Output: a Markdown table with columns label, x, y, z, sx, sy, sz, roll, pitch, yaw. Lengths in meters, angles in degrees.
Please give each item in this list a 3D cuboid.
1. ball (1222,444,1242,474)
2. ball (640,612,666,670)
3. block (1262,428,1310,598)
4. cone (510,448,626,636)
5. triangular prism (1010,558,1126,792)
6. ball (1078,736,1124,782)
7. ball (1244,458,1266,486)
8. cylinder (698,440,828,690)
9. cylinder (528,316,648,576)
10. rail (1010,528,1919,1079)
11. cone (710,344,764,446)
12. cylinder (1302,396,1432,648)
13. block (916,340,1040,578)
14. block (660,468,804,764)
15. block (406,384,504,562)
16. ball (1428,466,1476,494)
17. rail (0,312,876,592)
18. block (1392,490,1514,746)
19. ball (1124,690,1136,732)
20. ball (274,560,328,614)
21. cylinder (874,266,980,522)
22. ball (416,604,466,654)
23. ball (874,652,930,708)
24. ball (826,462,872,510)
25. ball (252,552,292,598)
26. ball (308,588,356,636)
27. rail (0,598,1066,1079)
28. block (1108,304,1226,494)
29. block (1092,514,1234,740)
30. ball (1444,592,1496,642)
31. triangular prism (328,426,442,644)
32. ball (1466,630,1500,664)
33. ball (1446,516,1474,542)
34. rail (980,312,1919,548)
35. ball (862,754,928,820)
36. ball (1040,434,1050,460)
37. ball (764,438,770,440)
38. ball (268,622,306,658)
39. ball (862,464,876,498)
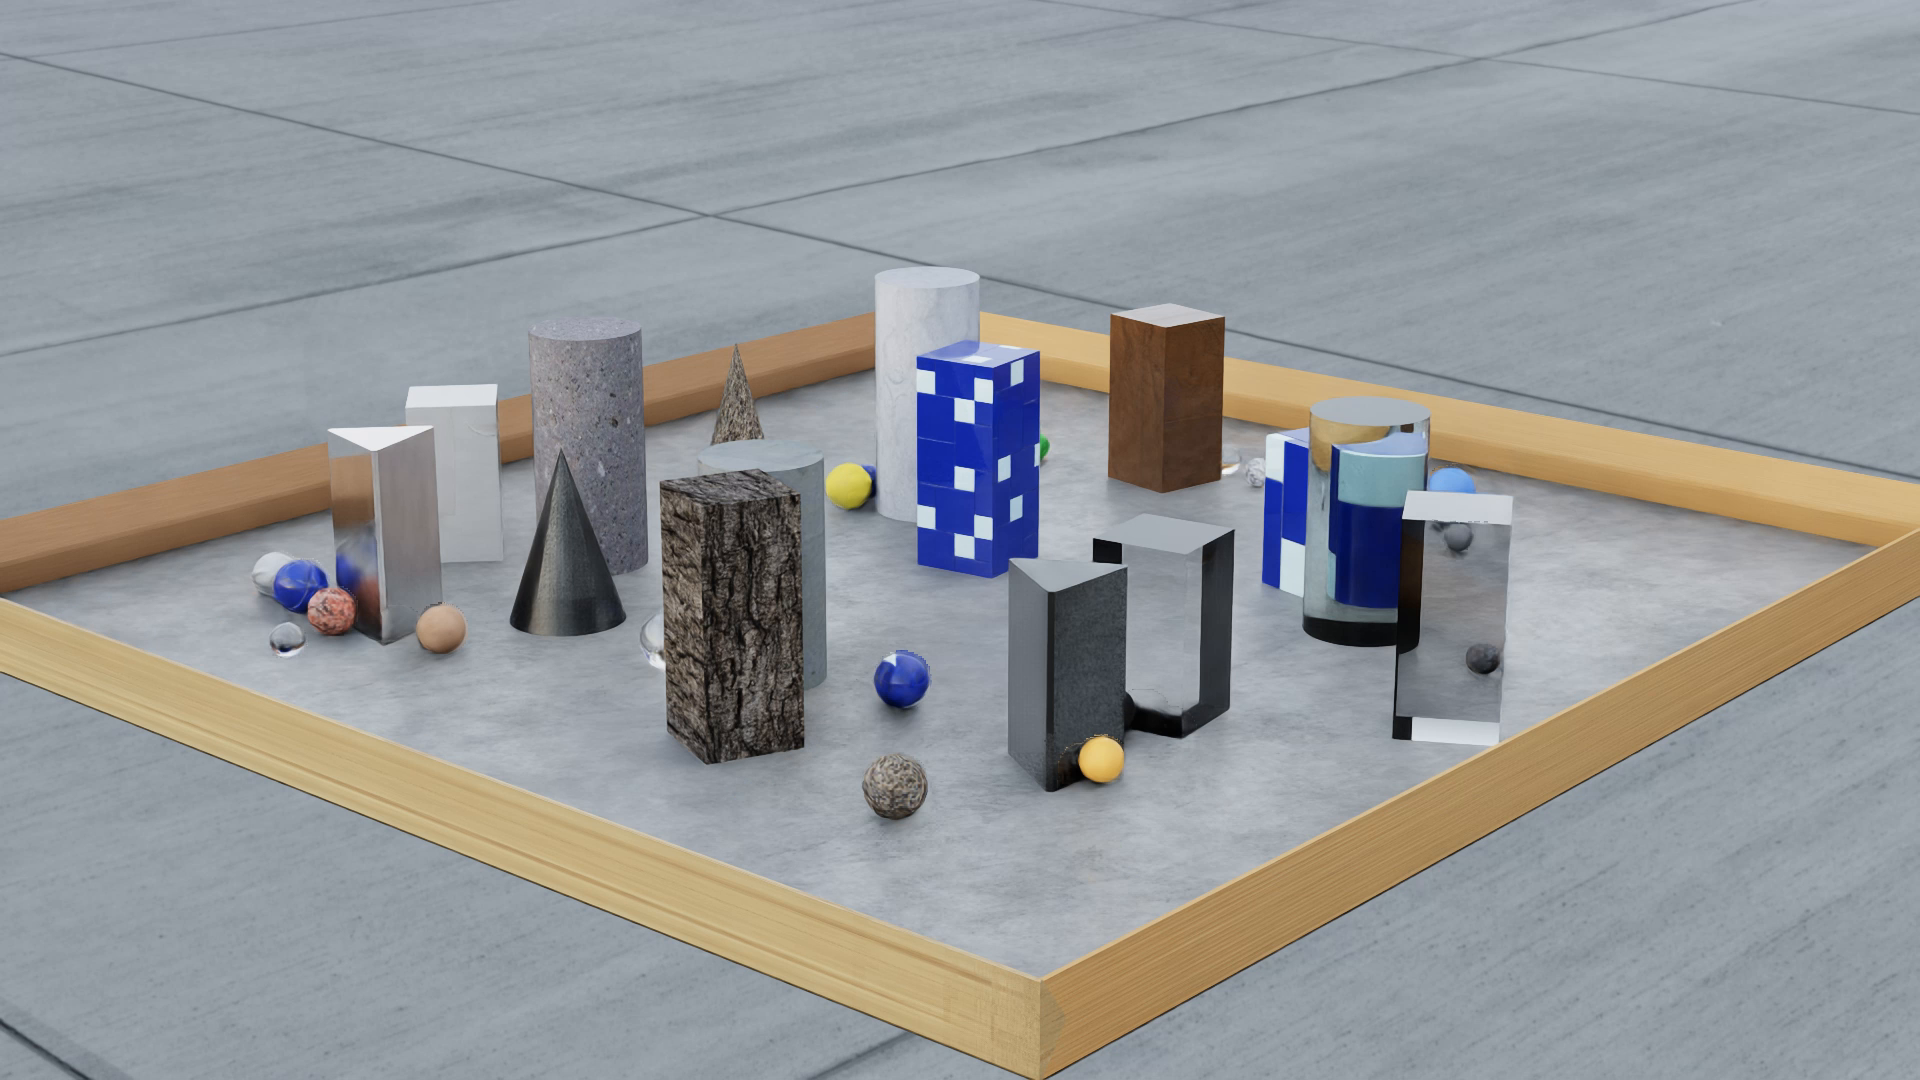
| label | x | y | z | sx | sy | sz | roll | pitch | yaw |
| --- | --- | --- | --- | --- | --- | --- | --- | --- | --- |
| ball | 0.532 | -0.162 | 5.879 | 0.063 | 0.063 | 0.063 | 0 | 17 | 0 |
| ball | -0.471 | 0.163 | 4.748 | 0.096 | 0.096 | 0.096 | 0 | 17 | 0 |
| block | 0.647 | -0.049 | 5.149 | 0.159 | 0.270 | 0.159 | -12 | 20 | -34 |
| cone | -0.670 | -0.012 | 4.970 | 0.199 | 0.302 | 0.199 | 0 | 17 | 0 |
| triangular prism | 0.131 | 0.187 | 4.308 | 0.149 | 0.304 | 0.172 | 14 | 22 | 40 |
| ball | 0.206 | 0.319 | 4.260 | 0.067 | 0.067 | 0.067 | 0 | 17 | 0 |
| ball | 0.591 | -0.134 | 5.804 | 0.056 | 0.056 | 0.056 | 0 | 17 | 0 |
| cylinder | -0.314 | 0.043 | 4.676 | 0.199 | 0.368 | 0.199 | 0 | 17 | 0 |
| cylinder | -0.666 | -0.169 | 5.266 | 0.199 | 0.433 | 0.199 | 0 | 17 | 0 |
| rail | 0.946 | 0.269 | 4.334 | 0.045 | 0.129 | 2.661 | 14 | 22 | 39 |
| cone | -0.408 | -0.181 | 5.400 | 0.199 | 0.379 | 0.199 | 0 | 17 | 0 |
| cylinder | 0.679 | -0.032 | 4.905 | 0.199 | 0.379 | 0.199 | 0 | 17 | 0 |
| block | 0.033 | -0.148 | 5.276 | 0.159 | 0.386 | 0.159 | 10 | 20 | 31 |
| block | -0.341 | 0.113 | 4.393 | 0.159 | 0.397 | 0.159 | -8 | 19 | -26 |
| block | -0.921 | -0.122 | 5.356 | 0.159 | 0.291 | 0.159 | -2 | 17 | -7 |
| ball | 0.934 | -0.091 | 5.589 | 0.097 | 0.097 | 0.097 | 0 | 17 | 0 |
| rail | -0.946 | -0.204 | 5.906 | 0.045 | 0.129 | 2.661 | 14 | 22 | 39 |
| block | 0.750 | 0.117 | 4.462 | 0.159 | 0.348 | 0.159 | 3 | 17 | 11 |
| ball | 0.228 | 0.259 | 4.460 | 0.077 | 0.077 | 0.077 | 0 | 17 | 0 |
| ball | -1.130 | 0.080 | 5.029 | 0.093 | 0.093 | 0.093 | 0 | 17 | 0 |
| cylinder | -0.062 | -0.279 | 5.595 | 0.199 | 0.453 | 0.199 | 0 | 17 | 0 |
| ball | -0.854 | 0.147 | 4.828 | 0.080 | 0.080 | 0.080 | 0 | 17 | 0 |
| ball | -0.091 | 0.219 | 4.576 | 0.087 | 0.087 | 0.087 | 0 | 17 | 0 |
| ball | -0.214 | -0.104 | 5.634 | 0.089 | 0.089 | 0.089 | 0 | 17 | 0 |
| ball | -1.194 | 0.061 | 5.117 | 0.079 | 0.079 | 0.079 | 0 | 17 | 0 |
| ball | -1.054 | 0.119 | 4.918 | 0.081 | 0.081 | 0.081 | 0 | 17 | 0 |
| rail | -0.857 | 0.317 | 4.175 | 2.552 | 0.129 | 0.045 | 14 | 22 | 39 |
| block | 0.409 | -0.283 | 5.817 | 0.159 | 0.333 | 0.159 | -13 | 21 | -37 |
| block | 0.311 | 0.130 | 4.513 | 0.159 | 0.294 | 0.159 | 10 | 20 | 31 |
| ball | 0.849 | 0.128 | 4.882 | 0.085 | 0.085 | 0.085 | 0 | 17 | 0 |
| triangular prism | -0.946 | -0.018 | 4.935 | 0.149 | 0.335 | 0.172 | -12 | 21 | -35 |
| ball | 0.854 | 0.174 | 4.783 | 0.054 | 0.054 | 0.054 | 0 | 17 | 0 |
| ball | 0.927 | -0.021 | 5.434 | 0.052 | 0.052 | 0.052 | 0 | 17 | 0 |
| rail | 0.857 | -0.252 | 6.064 | 2.552 | 0.129 | 0.045 | 14 | 22 | 39 |
| ball | -0.092 | 0.348 | 4.139 | 0.092 | 0.092 | 0.092 | 0 | 17 | 0 |
| ball | 0.152 | -0.191 | 5.985 | 0.060 | 0.060 | 0.060 | 0 | 17 | 0 |
| ball | -0.390 | -0.157 | 5.820 | 0.090 | 0.090 | 0.090 | 0 | 17 | 0 |
| ball | -1.104 | 0.164 | 4.809 | 0.058 | 0.058 | 0.058 | 0 | 17 | 0 |
| ball | -0.179 | -0.115 | 5.710 | 0.067 | 0.067 | 0.067 | 0 | 17 | 0 |
